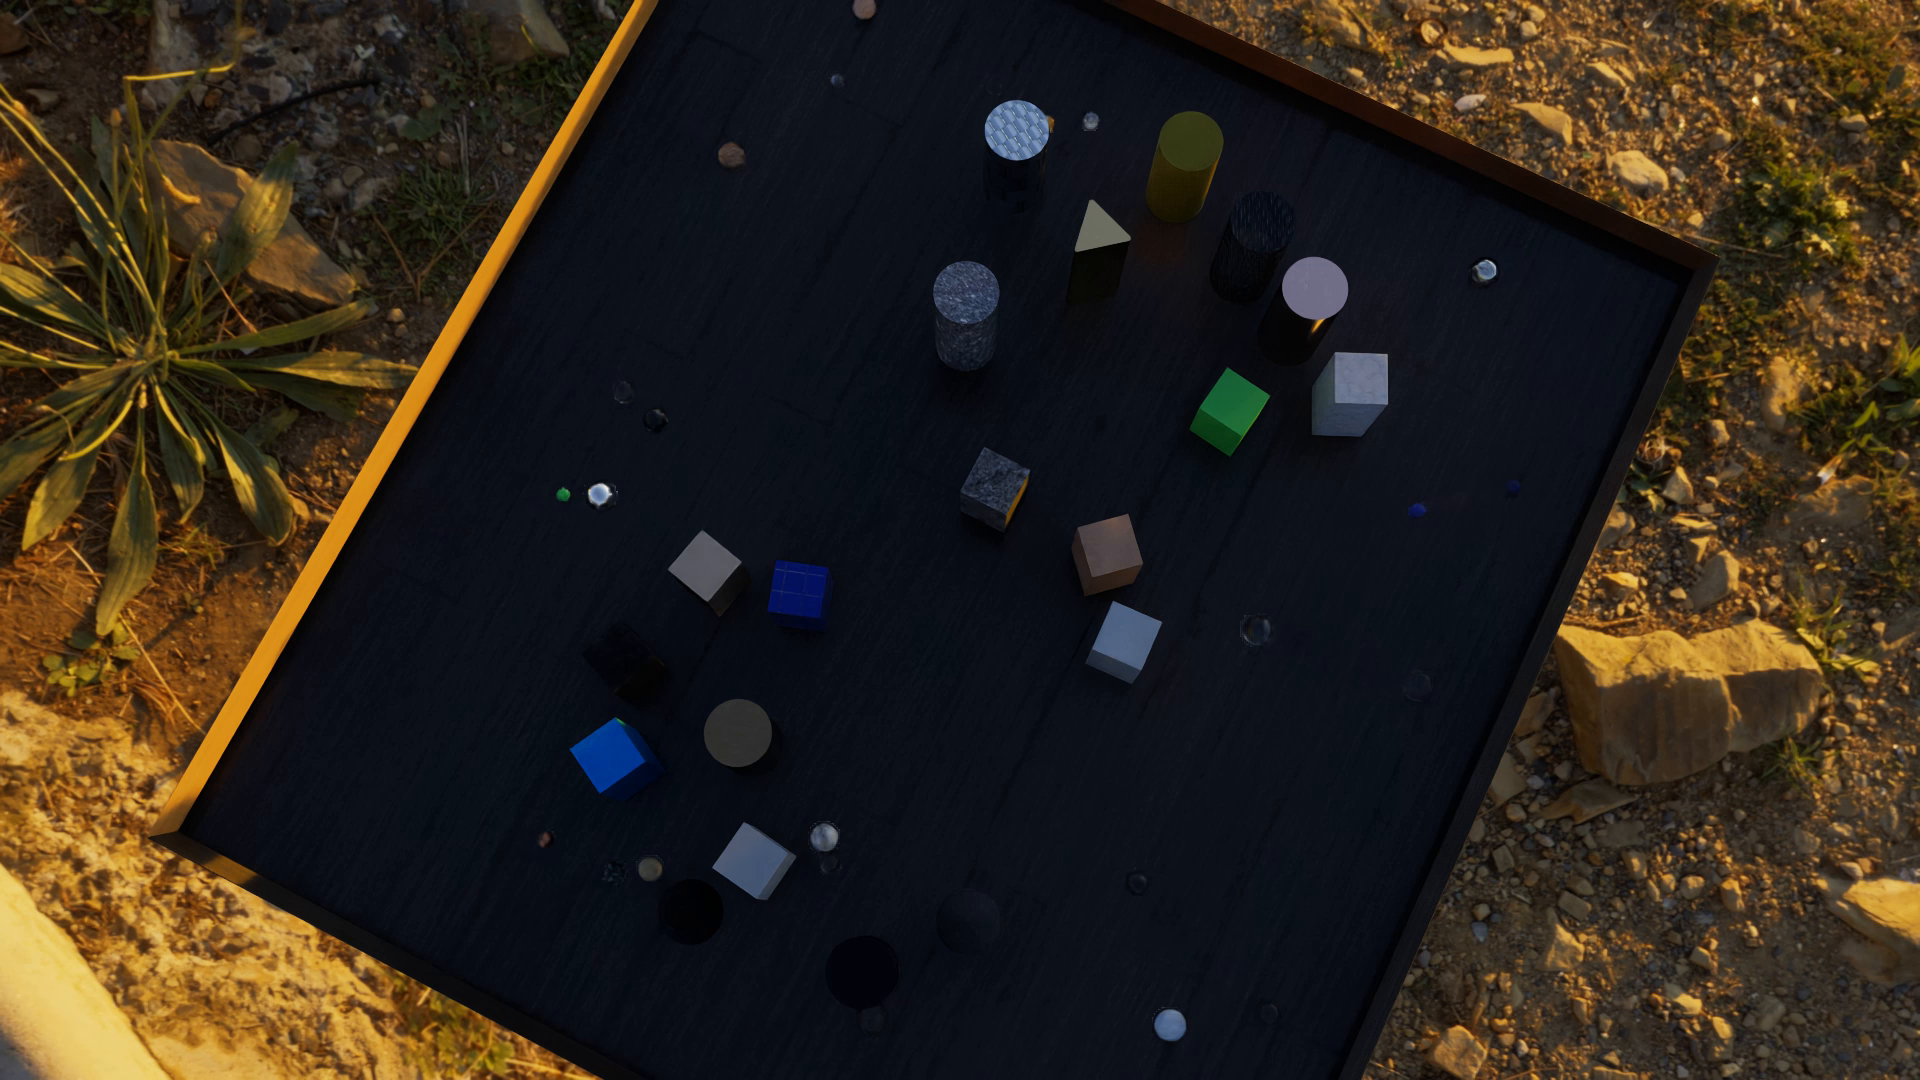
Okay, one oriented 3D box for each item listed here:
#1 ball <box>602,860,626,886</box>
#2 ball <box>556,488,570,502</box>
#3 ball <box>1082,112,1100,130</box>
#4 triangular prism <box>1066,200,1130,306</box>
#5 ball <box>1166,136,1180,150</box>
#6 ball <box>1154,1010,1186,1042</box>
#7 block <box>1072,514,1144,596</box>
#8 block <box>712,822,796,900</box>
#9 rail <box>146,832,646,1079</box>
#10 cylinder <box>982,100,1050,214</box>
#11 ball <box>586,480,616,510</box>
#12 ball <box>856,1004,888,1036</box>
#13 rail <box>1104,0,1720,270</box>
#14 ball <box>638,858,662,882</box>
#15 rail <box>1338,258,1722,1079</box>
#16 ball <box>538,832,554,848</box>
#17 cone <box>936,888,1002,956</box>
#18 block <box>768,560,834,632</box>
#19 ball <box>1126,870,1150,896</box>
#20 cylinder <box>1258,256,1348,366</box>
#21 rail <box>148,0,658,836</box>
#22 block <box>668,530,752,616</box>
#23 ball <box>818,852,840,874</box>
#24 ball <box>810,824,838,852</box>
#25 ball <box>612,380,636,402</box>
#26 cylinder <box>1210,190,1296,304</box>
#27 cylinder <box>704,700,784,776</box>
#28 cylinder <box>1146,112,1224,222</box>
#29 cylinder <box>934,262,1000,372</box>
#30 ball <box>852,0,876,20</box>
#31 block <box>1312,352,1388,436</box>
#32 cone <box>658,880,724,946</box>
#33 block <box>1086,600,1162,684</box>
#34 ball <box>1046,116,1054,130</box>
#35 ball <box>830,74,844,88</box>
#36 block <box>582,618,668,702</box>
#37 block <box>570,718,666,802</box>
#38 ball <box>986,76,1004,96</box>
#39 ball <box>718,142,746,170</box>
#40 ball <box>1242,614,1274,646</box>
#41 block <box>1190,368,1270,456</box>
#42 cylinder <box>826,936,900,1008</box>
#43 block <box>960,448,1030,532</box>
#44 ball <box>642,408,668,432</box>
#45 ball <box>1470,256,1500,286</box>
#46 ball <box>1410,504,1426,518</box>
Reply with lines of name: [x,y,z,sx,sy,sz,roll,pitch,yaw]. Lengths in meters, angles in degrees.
ball: [-1.015,0.977,5.378,0.072,0.072,0.072,0,78,0]
ball: [-1.218,-0.138,5.624,0.041,0.041,0.041,0,78,0]
ball: [0.419,-1.342,5.867,0.054,0.054,0.054,0,78,0]
triangular prism: [0.398,-0.874,5.553,0.166,0.479,0.144,-13,79,-3]
ball: [0.681,-1.269,5.855,0.046,0.046,0.046,0,78,0]
ball: [0.606,1.399,5.280,0.092,0.092,0.092,0,78,0]
block: [0.434,0.048,5.447,0.153,0.312,0.153,-15,79,-3]
block: [-0.588,0.927,5.278,0.153,0.288,0.153,34,80,7]
rail: [-0.816,1.604,5.220,3.425,0.125,0.045,26,80,5]
cylinder: [0.169,-1.175,5.647,0.192,0.416,0.192,0,78,0]
ball: [-1.098,-0.135,5.598,0.091,0.091,0.091,0,78,0]
ball: [-0.253,1.375,5.253,0.090,0.090,0.090,0,78,0]
rail: [0.816,-1.591,5.881,3.425,0.125,0.045,26,80,5]
ball: [-0.909,0.967,5.380,0.072,0.072,0.072,0,78,0]
rail: [1.511,0.746,5.397,0.045,0.125,3.695,26,80,5]
ball: [-1.223,0.886,5.409,0.047,0.047,0.047,0,78,0]
cone: [0.025,1.081,5.187,0.192,0.403,0.192,0,78,0]
block: [-0.472,0.169,5.452,0.153,0.255,0.153,8,78,2]
ball: [0.522,1.005,5.370,0.074,0.074,0.074,0,78,0]
cylinder: [1.027,-0.682,5.524,0.192,0.458,0.192,0,78,0]
rail: [-1.511,-0.733,5.704,0.045,0.125,3.695,26,80,5]
block: [-0.742,0.102,5.456,0.153,0.273,0.153,38,81,7]
ball: [-0.383,0.948,5.387,0.063,0.063,0.063,0,78,0]
ball: [-0.399,0.877,5.392,0.084,0.084,0.084,0,78,0]
ball: [-1.039,-0.461,5.675,0.073,0.073,0.073,0,78,0]
cylinder: [0.884,-0.882,5.564,0.192,0.461,0.192,0,78,0]
cylinder: [-0.623,0.577,5.316,0.192,0.355,0.192,0,78,0]
cylinder: [0.687,-1.143,5.643,0.192,0.411,0.192,0,78,0]
cylinder: [0.018,-0.667,5.517,0.192,0.466,0.192,0,78,0]
ball: [-0.309,-1.724,5.934,0.077,0.077,0.077,0,78,0]
block: [1.170,-0.435,5.521,0.153,0.362,0.153,2,78,0]
cone: [-0.791,1.053,5.191,0.192,0.406,0.192,0,78,0]
block: [0.479,0.305,5.398,0.153,0.304,0.153,24,79,5]
ball: [0.278,-1.332,5.866,0.050,0.050,0.050,0,78,0]
ball: [-0.394,-1.478,5.900,0.043,0.043,0.043,0,78,0]
block: [-0.988,0.360,5.412,0.153,0.254,0.153,-41,81,-8]
block: [-0.986,0.639,5.300,0.153,0.361,0.153,-35,80,-7]
ball: [0.113,-1.458,5.888,0.059,0.059,0.059,0,78,0]
ball: [-0.726,-1.221,5.825,0.086,0.086,0.086,0,78,0]
ball: [0.897,0.270,5.512,0.096,0.096,0.096,0,78,0]
block: [0.817,-0.386,5.570,0.153,0.247,0.153,34,80,7]
cylinder: [-0.271,1.215,5.171,0.192,0.381,0.192,0,78,0]
block: [0.104,-0.148,5.516,0.153,0.257,0.153,27,80,5]
ball: [-0.940,-0.370,5.653,0.079,0.079,0.079,0,78,0]
ball: [1.645,-0.840,5.742,0.094,0.094,0.094,0,78,0]
ball: [1.403,-0.089,5.612,0.045,0.045,0.045,0,78,0]
